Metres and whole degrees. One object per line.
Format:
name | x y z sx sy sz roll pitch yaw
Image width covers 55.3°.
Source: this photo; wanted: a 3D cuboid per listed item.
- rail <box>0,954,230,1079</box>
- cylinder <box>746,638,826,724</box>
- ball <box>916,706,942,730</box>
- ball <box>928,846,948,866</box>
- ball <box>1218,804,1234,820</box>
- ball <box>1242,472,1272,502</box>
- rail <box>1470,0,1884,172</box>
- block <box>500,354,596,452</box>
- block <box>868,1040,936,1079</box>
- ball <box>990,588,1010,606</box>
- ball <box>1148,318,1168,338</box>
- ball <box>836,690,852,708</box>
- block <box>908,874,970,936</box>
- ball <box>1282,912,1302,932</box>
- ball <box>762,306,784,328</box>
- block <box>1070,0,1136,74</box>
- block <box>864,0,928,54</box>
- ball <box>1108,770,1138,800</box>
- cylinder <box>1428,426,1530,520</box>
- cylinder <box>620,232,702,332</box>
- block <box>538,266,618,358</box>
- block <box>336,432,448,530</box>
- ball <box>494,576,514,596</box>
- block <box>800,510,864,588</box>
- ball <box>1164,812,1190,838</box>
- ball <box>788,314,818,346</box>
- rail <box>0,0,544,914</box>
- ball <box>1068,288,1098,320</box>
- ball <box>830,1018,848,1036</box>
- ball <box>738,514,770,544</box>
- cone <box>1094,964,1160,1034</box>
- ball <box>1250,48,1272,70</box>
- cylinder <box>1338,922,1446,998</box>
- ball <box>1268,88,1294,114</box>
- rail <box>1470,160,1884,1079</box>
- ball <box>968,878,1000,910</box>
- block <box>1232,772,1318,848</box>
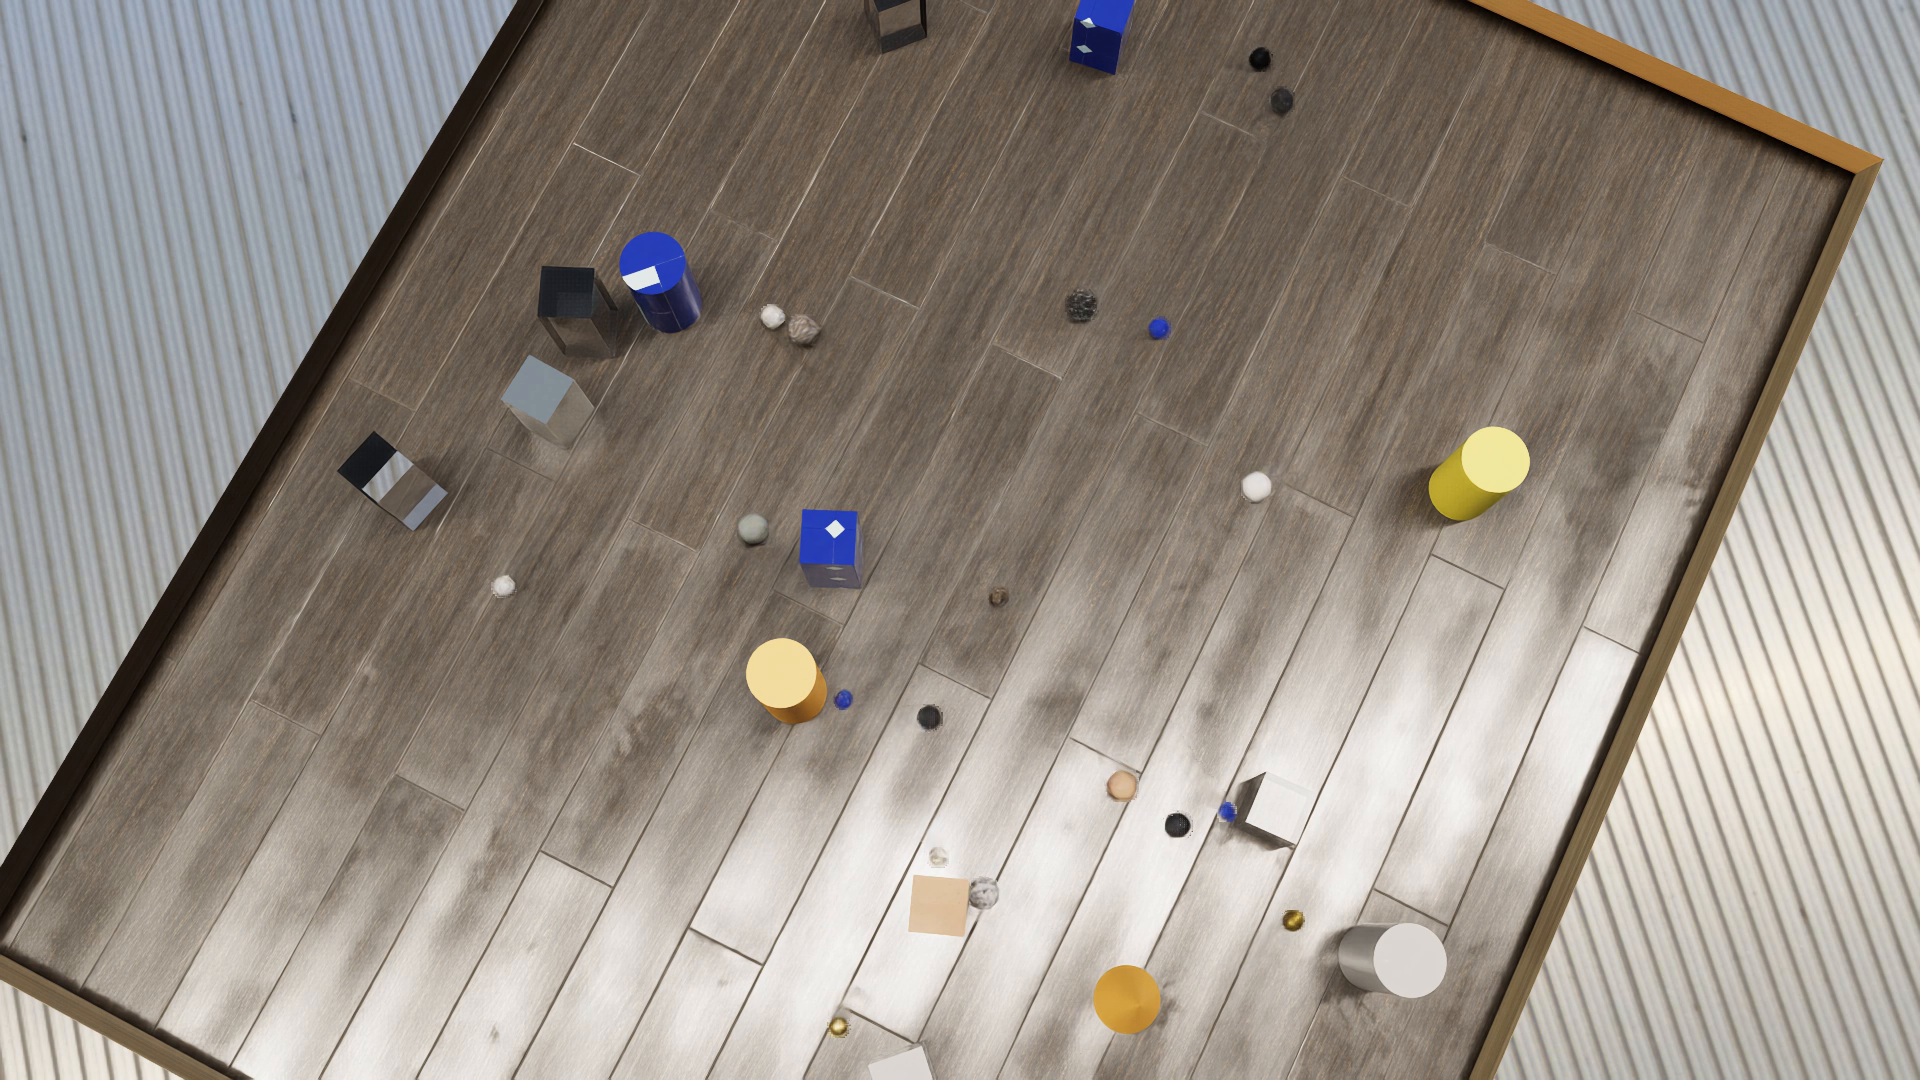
rail | -1.052 2.068 5.123 4.092 0.127 0.045 26 80 5
cylinder | -0.498 0.414 5.316 0.195 0.422 0.195 0 78 0
ball | -0.093 0.531 5.470 0.073 0.073 0.073 0 78 0
ball | -0.064 0.931 5.395 0.057 0.057 0.057 0 78 0
ball | 0.790 0.806 5.425 0.048 0.048 0.048 0 78 0
ball | 0.908 -0.164 5.605 0.090 0.090 0.090 0 78 0
rail | 1.052 -2.054 5.976 4.092 0.127 0.045 26 80 5
block | -1.239 -0.409 5.535 0.156 0.325 0.156 29 80 6
block | -0.154 1.520 5.164 0.156 0.270 0.156 -19 79 -4
ball | 0.120 0.172 5.551 0.059 0.059 0.059 0 78 0
ball | 0.621 -0.662 5.721 0.063 0.063 0.063 0 78 0
ball | -0.347 0.476 5.492 0.051 0.051 0.051 0 78 0
block | -0.059 1.044 5.228 0.156 0.338 0.156 5 78 1
ball | 0.972 1.115 5.356 0.059 0.059 0.059 0 78 0
ball | -0.584 -0.696 5.724 0.072 0.072 0.072 0 78 0
block | 0.453 -1.630 5.809 0.156 0.285 0.156 19 79 4
block | -0.208 -1.703 5.826 0.156 0.279 0.156 -21 79 -4
ball | 0.480 0.726 5.421 0.089 0.089 0.089 0 78 0
cylinder | 1.542 -0.193 5.463 0.195 0.379 0.195 0 78 0
cylinder | -0.909 -0.782 5.594 0.195 0.362 0.195 0 78 0
block | -1.155 -0.688 5.562 0.156 0.386 0.156 2 78 0
block | -1.688 -0.172 5.466 0.156 0.365 0.156 39 81 7
ball | -1.382 0.139 5.556 0.062 0.062 0.062 0 78 0
block | -0.376 0.031 5.414 0.156 0.385 0.156 2 78 0
ball | 0.641 0.841 5.403 0.077 0.077 0.077 0 78 0
ball | -0.488 -0.652 5.702 0.097 0.097 0.097 0 78 0
rail | -1.809 -0.879 5.733 0.045 0.127 4.753 26 80 5
ball | 0.383 -0.735 5.719 0.098 0.098 0.098 0 78 0
ball | -0.351 1.407 5.298 0.053 0.053 0.053 0 78 0
ball | -0.627 -0.034 5.575 0.094 0.094 0.094 0 78 0
cone | 0.487 1.298 5.146 0.195 0.396 0.195 0 78 0
ball | 0.967 -1.550 5.901 0.071 0.071 0.071 0 78 0
cylinder | 1.205 1.173 5.134 0.195 0.470 0.195 0 78 0
ball | 1.027 -1.404 5.866 0.081 0.081 0.081 0 78 0
rail | 1.809 0.892 5.366 0.045 0.127 4.753 26 80 5
ball | 0.069 1.035 5.355 0.092 0.092 0.092 0 78 0
block | 0.912 0.785 5.321 0.156 0.260 0.156 24 79 5
